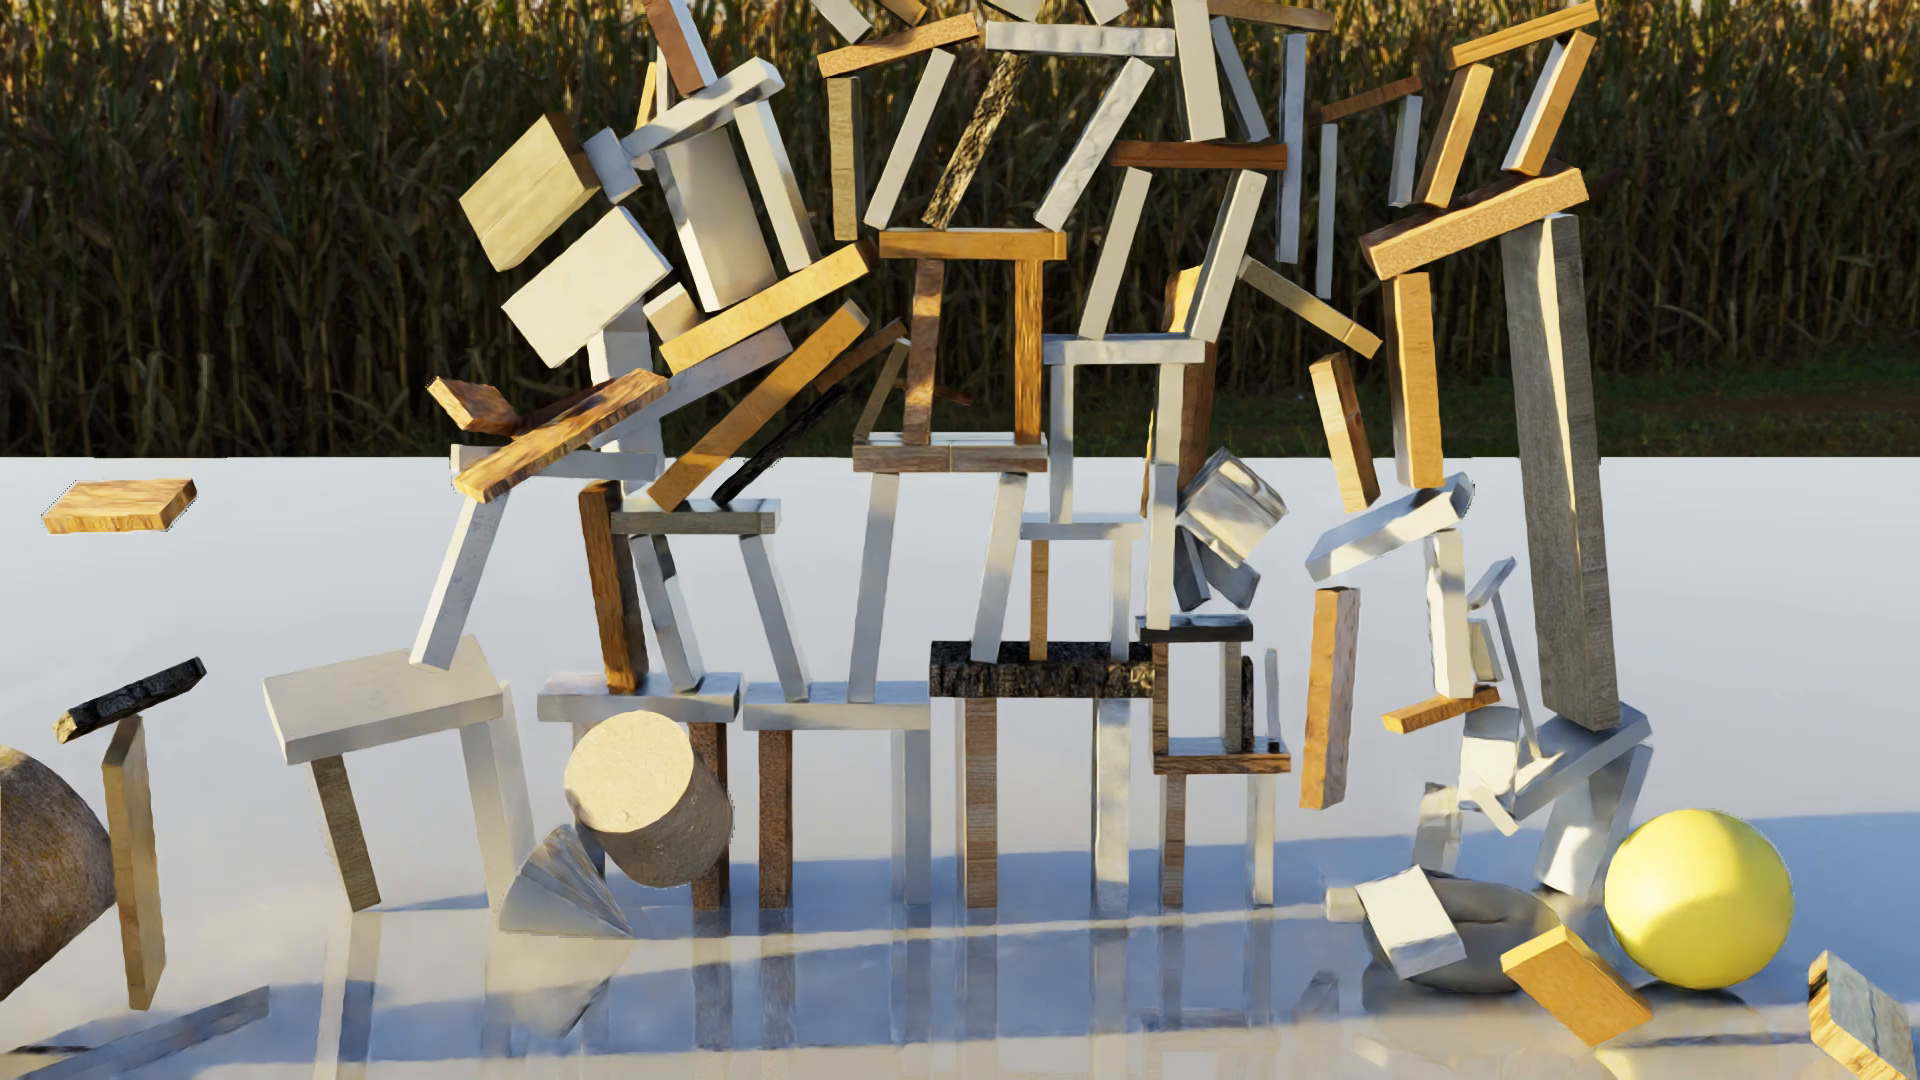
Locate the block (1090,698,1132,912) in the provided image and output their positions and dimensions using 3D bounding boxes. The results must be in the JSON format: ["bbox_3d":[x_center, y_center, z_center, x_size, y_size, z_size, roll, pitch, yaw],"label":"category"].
[{"bbox_3d":[0.248,0.413,3.637,0.051,0.359,0.180,0,11,0],"label":"block"}]

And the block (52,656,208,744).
[{"bbox_3d":[-0.991,0.191,2.627,0.166,0.023,0.083,-26,-2,-38],"label":"block"}]

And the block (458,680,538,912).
[{"bbox_3d":[-0.754,0.420,3.611,0.048,0.337,0.168,-5,17,2],"label":"block"}]

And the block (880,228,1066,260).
[{"bbox_3d":[0.020,-0.469,3.477,0.290,0.041,0.145,1,11,0],"label":"block"}]

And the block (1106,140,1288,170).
[{"bbox_3d":[0.369,-0.603,3.445,0.269,0.038,0.135,1,11,0],"label":"block"}]

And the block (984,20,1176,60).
[{"bbox_3d":[0.184,-0.775,3.413,0.288,0.041,0.144,2,10,0],"label":"block"}]

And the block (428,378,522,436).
[{"bbox_3d":[-0.742,-0.204,3.392,0.087,0.025,0.175,49,12,12],"label":"block"}]

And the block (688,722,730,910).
[{"bbox_3d":[-0.415,0.434,3.642,0.045,0.316,0.158,0,11,0],"label":"block"}]

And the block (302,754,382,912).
[{"bbox_3d":[-1.011,0.421,3.547,0.048,0.337,0.168,-19,40,-21],"label":"block"}]

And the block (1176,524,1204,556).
[{"bbox_3d":[0.399,0.009,3.720,0.130,0.065,0.018,7,30,-9],"label":"block"}]

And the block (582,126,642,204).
[{"bbox_3d":[-0.539,-0.579,3.401,0.054,0.108,0.015,-32,-14,12],"label":"block"}]

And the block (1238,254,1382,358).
[{"bbox_3d":[0.553,-0.373,3.502,0.241,0.034,0.121,31,11,-4],"label":"block"}]

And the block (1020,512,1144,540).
[{"bbox_3d":[0.195,-0.023,3.558,0.198,0.028,0.099,0,11,1],"label":"block"}]

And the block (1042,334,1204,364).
[{"bbox_3d":[0.256,-0.306,3.507,0.255,0.036,0.127,0,10,0],"label":"block"}]

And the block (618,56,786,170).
[{"bbox_3d":[-0.408,-0.669,3.460,0.263,0.037,0.131,-29,1,9],"label":"block"}]

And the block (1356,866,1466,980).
[{"bbox_3d":[0.661,0.560,3.232,0.101,0.029,0.202,-19,26,1],"label":"block"}]

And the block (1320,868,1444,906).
[{"bbox_3d":[0.707,0.577,3.661,0.202,0.029,0.101,0,11,0],"label":"block"}]

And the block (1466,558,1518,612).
[{"bbox_3d":[0.849,0.072,3.532,0.103,0.015,0.051,-47,8,-21],"label":"block"}]

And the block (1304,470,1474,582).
[{"bbox_3d":[0.692,-0.021,3.545,0.264,0.037,0.132,-26,10,31],"label":"block"}]

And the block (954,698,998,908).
[{"bbox_3d":[0.026,0.410,3.654,0.051,0.359,0.180,-2,11,-6],"label":"block"}]

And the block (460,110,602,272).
[{"bbox_3d":[-0.679,-0.547,3.464,0.269,0.135,0.038,-31,-4,42],"label":"block"}]

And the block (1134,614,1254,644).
[{"bbox_3d":[0.382,0.144,3.595,0.184,0.026,0.092,-1,10,-1],"label":"block"}]

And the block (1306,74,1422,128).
[{"bbox_3d":[0.635,-0.689,3.457,0.166,0.023,0.083,-20,6,-7],"label":"block"}]

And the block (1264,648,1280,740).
[{"bbox_3d":[0.516,0.254,3.633,0.020,0.139,0.069,-3,6,7],"label":"block"}]

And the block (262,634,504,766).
[{"bbox_3d":[-0.909,0.248,3.468,0.337,0.048,0.168,-12,37,-23],"label":"block"}]

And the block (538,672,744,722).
[{"bbox_3d":[-0.520,0.257,3.610,0.316,0.045,0.158,0,11,0],"label":"block"}]

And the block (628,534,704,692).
[{"bbox_3d":[-0.476,0.107,3.581,0.037,0.259,0.130,-14,10,3],"label":"block"}]

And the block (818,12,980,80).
[{"bbox_3d":[-0.094,-0.766,3.412,0.247,0.035,0.123,-15,10,4],"label":"block"}]

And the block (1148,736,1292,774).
[{"bbox_3d":[0.426,0.355,3.624,0.222,0.031,0.111,-1,10,0],"label":"block"}]

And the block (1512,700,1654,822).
[{"bbox_3d":[0.987,0.353,3.624,0.273,0.039,0.136,-32,22,-8],"label":"block"}]

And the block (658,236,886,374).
[{"bbox_3d":[-0.297,-0.375,3.504,0.352,0.050,0.176,-27,7,11],"label":"block"}]

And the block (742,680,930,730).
[{"bbox_3d":[-0.200,0.271,3.614,0.301,0.043,0.151,0,11,-2],"label":"block"}]

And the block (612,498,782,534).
[{"bbox_3d":[-0.423,-0.038,3.553,0.259,0.037,0.130,0,10,0],"label":"block"}]

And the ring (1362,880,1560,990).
[{"bbox_3d":[0.766,0.599,3.347,0.303,0.101,0.303,0,10,0],"label":"ring"}]

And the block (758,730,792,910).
[{"bbox_3d":[-0.305,0.441,3.642,0.043,0.302,0.151,1,11,0],"label":"block"}]

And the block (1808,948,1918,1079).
[{"bbox_3d":[1.227,0.660,2.995,0.136,0.039,0.273,38,20,10],"label":"block"}]

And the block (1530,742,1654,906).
[{"bbox_3d":[1.050,0.455,3.657,0.039,0.273,0.136,17,2,-28],"label":"block"}]

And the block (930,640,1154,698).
[{"bbox_3d":[0.131,0.211,3.603,0.359,0.051,0.180,0,11,1],"label":"block"}]

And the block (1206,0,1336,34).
[{"bbox_3d":[0.476,-0.816,3.413,0.197,0.028,0.099,8,11,0],"label":"block"}]

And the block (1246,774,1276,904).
[{"bbox_3d":[0.498,0.480,3.648,0.031,0.222,0.111,0,9,0],"label":"block"}]

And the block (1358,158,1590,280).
[{"bbox_3d":[0.804,-0.506,3.465,0.334,0.047,0.167,-21,14,8],"label":"block"}]

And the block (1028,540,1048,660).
[{"bbox_3d":[0.128,0.088,3.580,0.028,0.198,0.099,1,11,1],"label":"block"}]

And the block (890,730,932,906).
[{"bbox_3d":[-0.082,0.438,3.663,0.043,0.302,0.151,-2,11,-10],"label":"block"}]

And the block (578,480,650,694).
[{"bbox_3d":[-0.562,0.072,3.577,0.043,0.328,0.152,-7,10,2],"label":"block"}]

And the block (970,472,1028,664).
[{"bbox_3d":[0.063,0.032,3.573,0.044,0.308,0.154,9,10,-1],"label":"block"}]

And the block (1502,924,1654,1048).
[{"bbox_3d":[0.840,0.608,2.991,0.101,0.202,0.029,-36,27,29],"label":"block"}]

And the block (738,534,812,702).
[{"bbox_3d":[-0.300,0.115,3.582,0.037,0.276,0.130,-15,11,1],"label":"block"}]

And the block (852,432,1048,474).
[{"bbox_3d":[-0.016,-0.141,3.540,0.308,0.044,0.154,0,11,0],"label":"block"}]

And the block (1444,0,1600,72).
[{"bbox_3d":[0.872,-0.785,3.427,0.222,0.031,0.111,-18,7,8],"label":"block"}]

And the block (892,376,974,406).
[{"bbox_3d":[-0.053,-0.277,4.048,0.148,0.021,0.074,13,4,-8],"label":"block"}]

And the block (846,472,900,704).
[{"bbox_3d":[-0.141,0.065,3.581,0.044,0.374,0.154,7,10,-3],"label":"block"}]

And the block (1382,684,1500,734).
[{"bbox_3d":[0.769,0.269,3.522,0.168,0.024,0.084,-18,3,-9],"label":"block"}]

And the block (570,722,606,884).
[{"bbox_3d":[-0.620,0.431,3.660,0.045,0.316,0.158,-2,11,-11],"label":"block"}]

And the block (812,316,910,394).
[{"bbox_3d":[-0.157,-0.296,3.501,0.169,0.024,0.085,-35,8,7],"label":"block"}]

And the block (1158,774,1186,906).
[{"bbox_3d":[0.351,0.481,3.646,0.031,0.222,0.111,0,10,0],"label":"block"}]

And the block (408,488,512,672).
[{"bbox_3d":[-0.778,0.054,3.423,0.043,0.304,0.152,21,-11,-19],"label":"block"}]

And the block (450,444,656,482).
[{"bbox_3d":[-0.646,-0.122,3.489,0.304,0.043,0.152,2,2,-18],"label":"block"}]

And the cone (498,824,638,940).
[{"bbox_3d":[-0.589,0.582,3.471,0.196,0.196,0.196,30,17,10],"label":"cone"}]
